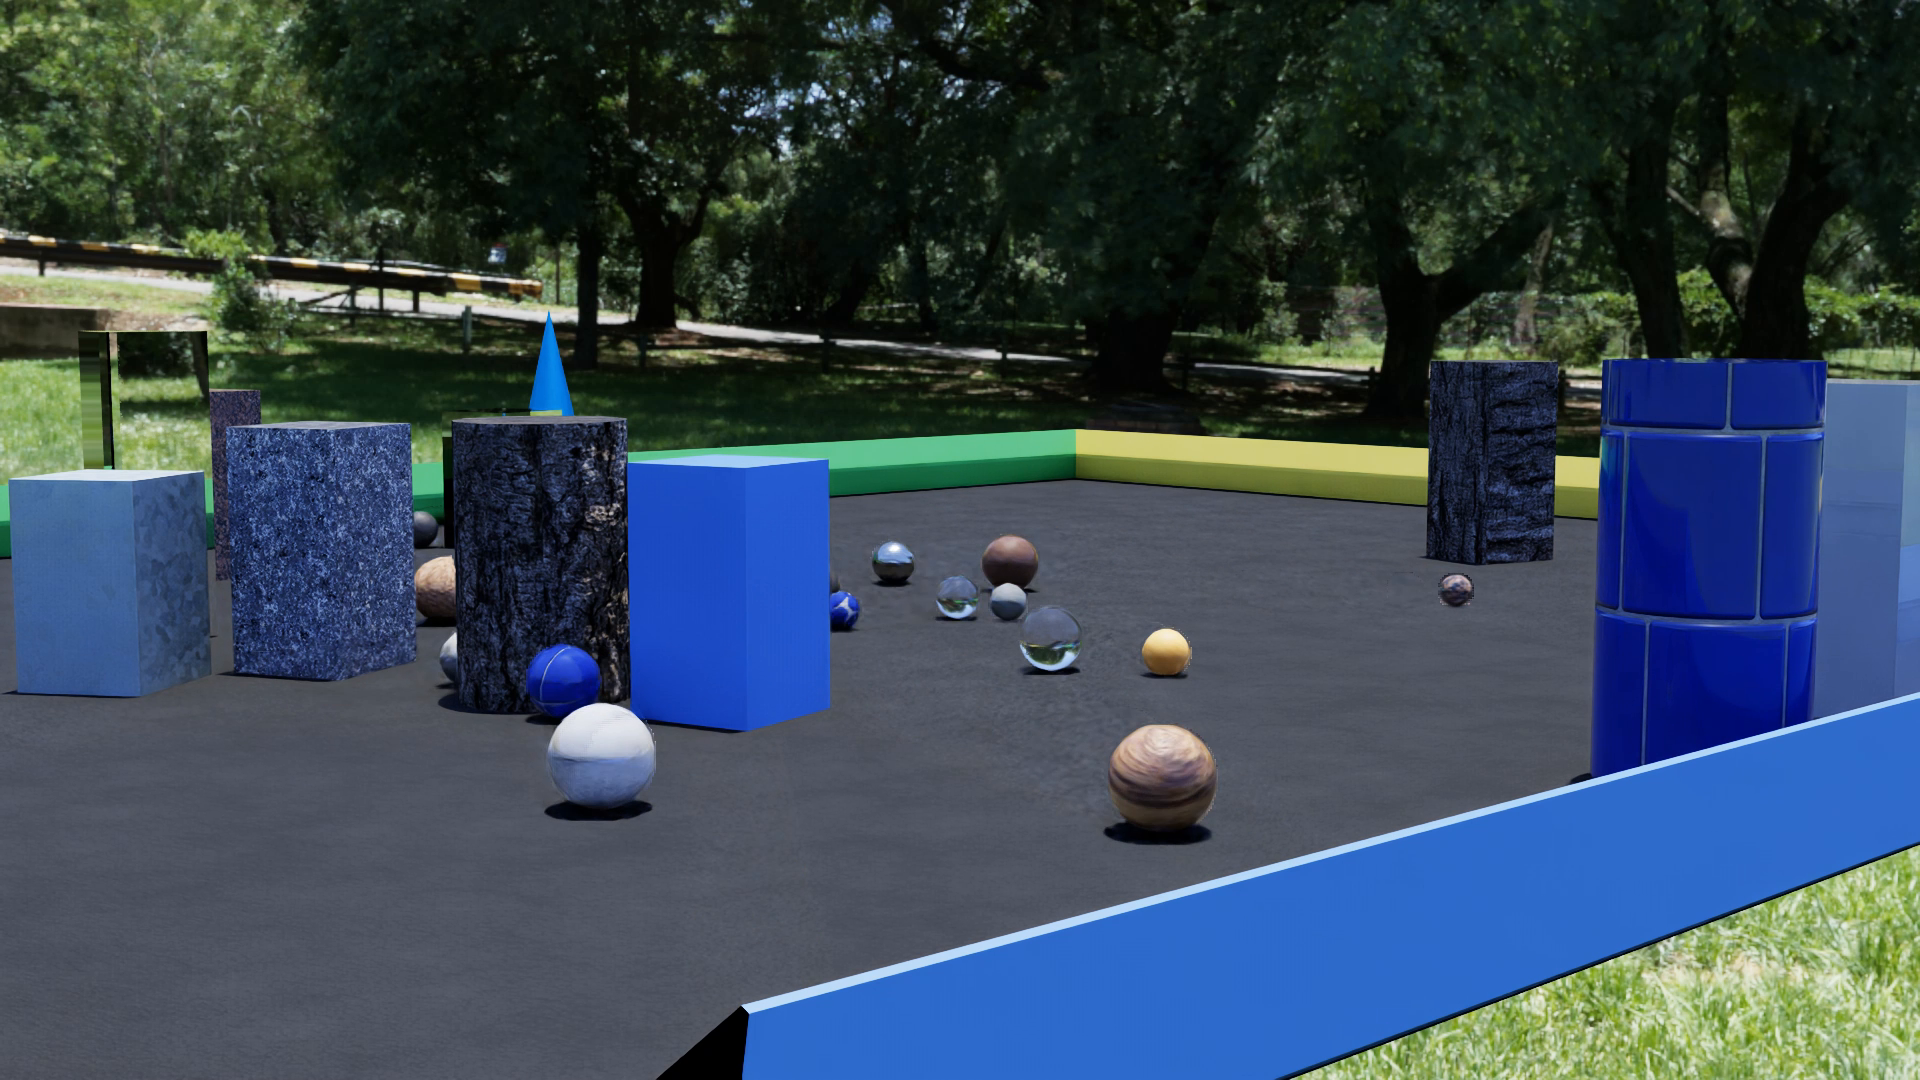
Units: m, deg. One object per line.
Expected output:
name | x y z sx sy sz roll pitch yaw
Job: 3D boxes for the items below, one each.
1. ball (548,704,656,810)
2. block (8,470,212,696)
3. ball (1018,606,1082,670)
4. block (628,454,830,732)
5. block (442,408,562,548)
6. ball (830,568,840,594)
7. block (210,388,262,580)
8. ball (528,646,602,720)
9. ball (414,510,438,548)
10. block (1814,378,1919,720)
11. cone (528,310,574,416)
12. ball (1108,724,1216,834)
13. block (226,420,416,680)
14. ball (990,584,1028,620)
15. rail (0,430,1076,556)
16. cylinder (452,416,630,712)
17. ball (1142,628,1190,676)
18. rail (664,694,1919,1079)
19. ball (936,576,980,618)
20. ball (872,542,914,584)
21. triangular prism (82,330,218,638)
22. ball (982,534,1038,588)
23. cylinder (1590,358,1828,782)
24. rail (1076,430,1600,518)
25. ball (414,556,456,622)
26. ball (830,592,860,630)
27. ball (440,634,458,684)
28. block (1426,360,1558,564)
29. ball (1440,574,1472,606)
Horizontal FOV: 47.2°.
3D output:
ball | -0.320 0.193 1.966 0.095 0.095 0.095 0 6 0
block | -1.009 0.047 2.619 0.157 0.250 0.157 1 6 11
ball | 0.113 0.122 2.726 0.079 0.079 0.079 0 6 0
block | -0.253 0.052 2.425 0.157 0.280 0.157 3 7 30
block | -0.863 -0.117 4.161 0.157 0.256 0.157 4 7 30
ball | -0.213 0.071 3.239 0.075 0.075 0.075 0 6 0
block | -1.280 -0.094 3.674 0.157 0.311 0.157 4 7 32
ball | -0.432 0.155 2.402 0.080 0.080 0.080 0 6 0
ball | -1.017 -0.020 4.134 0.069 0.069 0.069 0 6 0
block | 0.999 0.008 2.441 0.157 0.366 0.157 -6 8 -43
cone | -0.821 -0.239 4.416 0.197 0.446 0.197 0 6 0
ball | 0.172 0.204 1.878 0.093 0.093 0.093 0 6 0
block | -0.793 0.008 2.740 0.157 0.303 0.157 2 6 20
ball | 0.070 0.089 3.166 0.053 0.053 0.053 0 6 0
rail | -1.105 -0.091 4.523 3.888 0.128 0.045 -5 8 -42
cylinder | -0.479 0.022 2.524 0.197 0.320 0.197 0 6 0
ball | 0.252 0.137 2.686 0.057 0.057 0.057 0 6 0
rail | 1.105 0.158 2.141 3.888 0.128 0.045 -5 8 -42
ball | -0.003 0.083 3.183 0.063 0.063 0.063 0 6 0
ball | -0.108 0.037 3.590 0.069 0.069 0.069 0 6 0
triangular prism | -1.081 -0.072 2.957 0.148 0.417 0.170 -3 7 -30
ball | 0.080 0.036 3.494 0.090 0.090 0.090 0 6 0
cylinder | 0.694 0.033 2.046 0.197 0.398 0.197 0 6 0
rail | 1.411 -0.102 4.627 0.045 0.128 3.307 -5 8 -42
ball | -0.736 0.071 3.145 0.094 0.094 0.094 0 6 0
ball | -0.166 0.099 3.073 0.054 0.054 0.054 0 6 0
ball | -0.585 0.140 2.616 0.066 0.066 0.066 0 6 0
block | 0.954 -0.144 3.948 0.157 0.354 0.157 -3 7 -29
ball | 0.748 0.076 3.316 0.048 0.048 0.048 0 6 0
